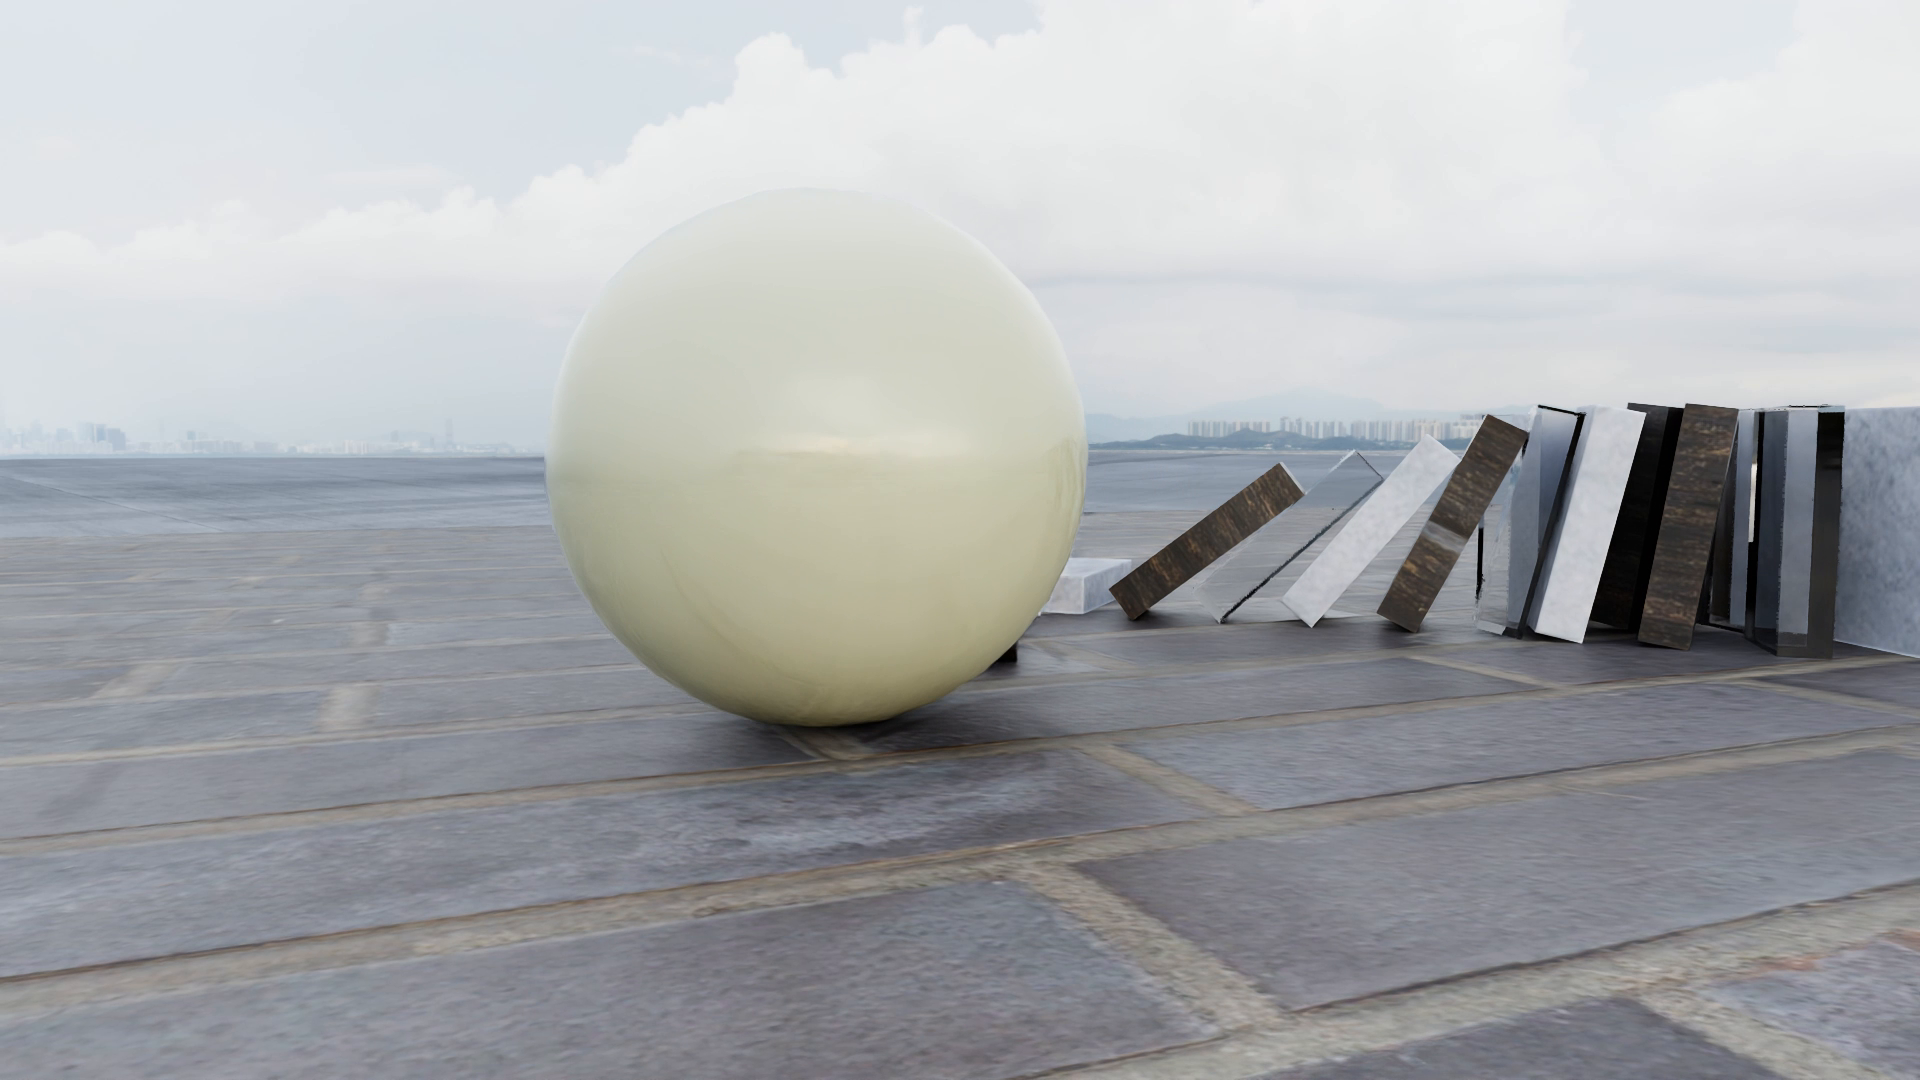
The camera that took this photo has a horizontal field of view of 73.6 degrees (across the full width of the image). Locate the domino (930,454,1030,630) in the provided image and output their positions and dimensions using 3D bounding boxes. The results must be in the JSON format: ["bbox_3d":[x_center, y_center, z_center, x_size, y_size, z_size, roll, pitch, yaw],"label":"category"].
[{"bbox_3d":[0.004,-0.001,0.310,0.025,0.010,0.050,0,45,5],"label":"domino"}]

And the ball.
[{"bbox_3d":[-0.021,-0.012,0.194,0.080,0.080,0.080,0,4,0],"label":"ball"}]

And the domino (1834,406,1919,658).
[{"bbox_3d":[0.195,-0.002,0.264,0.009,0.050,0.025,0,4,-3],"label":"domino"}]

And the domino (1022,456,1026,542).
[{"bbox_3d":[0.001,0.002,0.281,0.025,0.010,0.050,1,45,6],"label":"domino"}]

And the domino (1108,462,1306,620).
[{"bbox_3d":[0.061,0.000,0.315,0.050,0.009,0.025,-38,-6,15],"label":"domino"}]

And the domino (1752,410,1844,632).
[{"bbox_3d":[0.198,-0.005,0.294,0.009,0.050,0.025,-3,5,-37],"label":"domino"}]

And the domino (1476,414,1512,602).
[{"bbox_3d":[0.150,-0.008,0.336,0.025,0.050,0.010,3,5,34],"label":"domino"}]

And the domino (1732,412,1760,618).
[{"bbox_3d":[0.205,-0.006,0.314,0.025,0.050,0.010,0,4,-1],"label":"domino"}]

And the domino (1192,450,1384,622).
[{"bbox_3d":[0.079,-0.001,0.311,0.050,0.010,0.025,-43,-8,14],"label":"domino"}]

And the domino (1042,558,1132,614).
[{"bbox_3d":[0.028,0.012,0.348,0.025,0.009,0.050,2,5,21],"label":"domino"}]

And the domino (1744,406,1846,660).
[{"bbox_3d":[0.172,-0.002,0.265,0.010,0.050,0.025,1,5,18],"label":"domino"}]

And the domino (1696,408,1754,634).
[{"bbox_3d":[0.180,-0.004,0.290,0.009,0.050,0.025,1,4,-4],"label":"domino"}]

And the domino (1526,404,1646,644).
[{"bbox_3d":[0.137,-0.004,0.284,0.009,0.050,0.025,14,8,16],"label":"domino"}]

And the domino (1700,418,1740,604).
[{"bbox_3d":[0.207,-0.009,0.351,0.009,0.050,0.025,3,5,35],"label":"domino"}]

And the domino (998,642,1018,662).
[{"bbox_3d":[0.000,0.003,0.266,0.025,0.010,0.050,0,45,5],"label":"domino"}]

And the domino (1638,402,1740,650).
[{"bbox_3d":[0.156,-0.003,0.274,0.010,0.050,0.025,12,10,31],"label":"domino"}]

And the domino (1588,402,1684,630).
[{"bbox_3d":[0.160,-0.005,0.293,0.025,0.050,0.010,0,11,-31],"label":"domino"}]

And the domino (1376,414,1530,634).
[{"bbox_3d":[0.113,-0.004,0.296,0.010,0.050,0.025,29,13,16],"label":"domino"}]

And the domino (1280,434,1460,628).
[{"bbox_3d":[0.097,-0.003,0.303,0.009,0.050,0.025,42,17,13],"label":"domino"}]

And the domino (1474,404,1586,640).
[{"bbox_3d":[0.127,-0.005,0.288,0.010,0.050,0.025,15,9,19],"label":"domino"}]

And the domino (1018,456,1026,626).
[{"bbox_3d":[0.002,0.001,0.295,0.025,0.010,0.050,1,45,5],"label":"domino"}]

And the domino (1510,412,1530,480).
[{"bbox_3d":[0.148,-0.006,0.314,0.025,0.050,0.009,-1,4,-15],"label":"domino"}]

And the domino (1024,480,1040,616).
[{"bbox_3d":[0.008,0.001,0.329,0.025,0.009,0.050,-2,32,5],"label":"domino"}]
